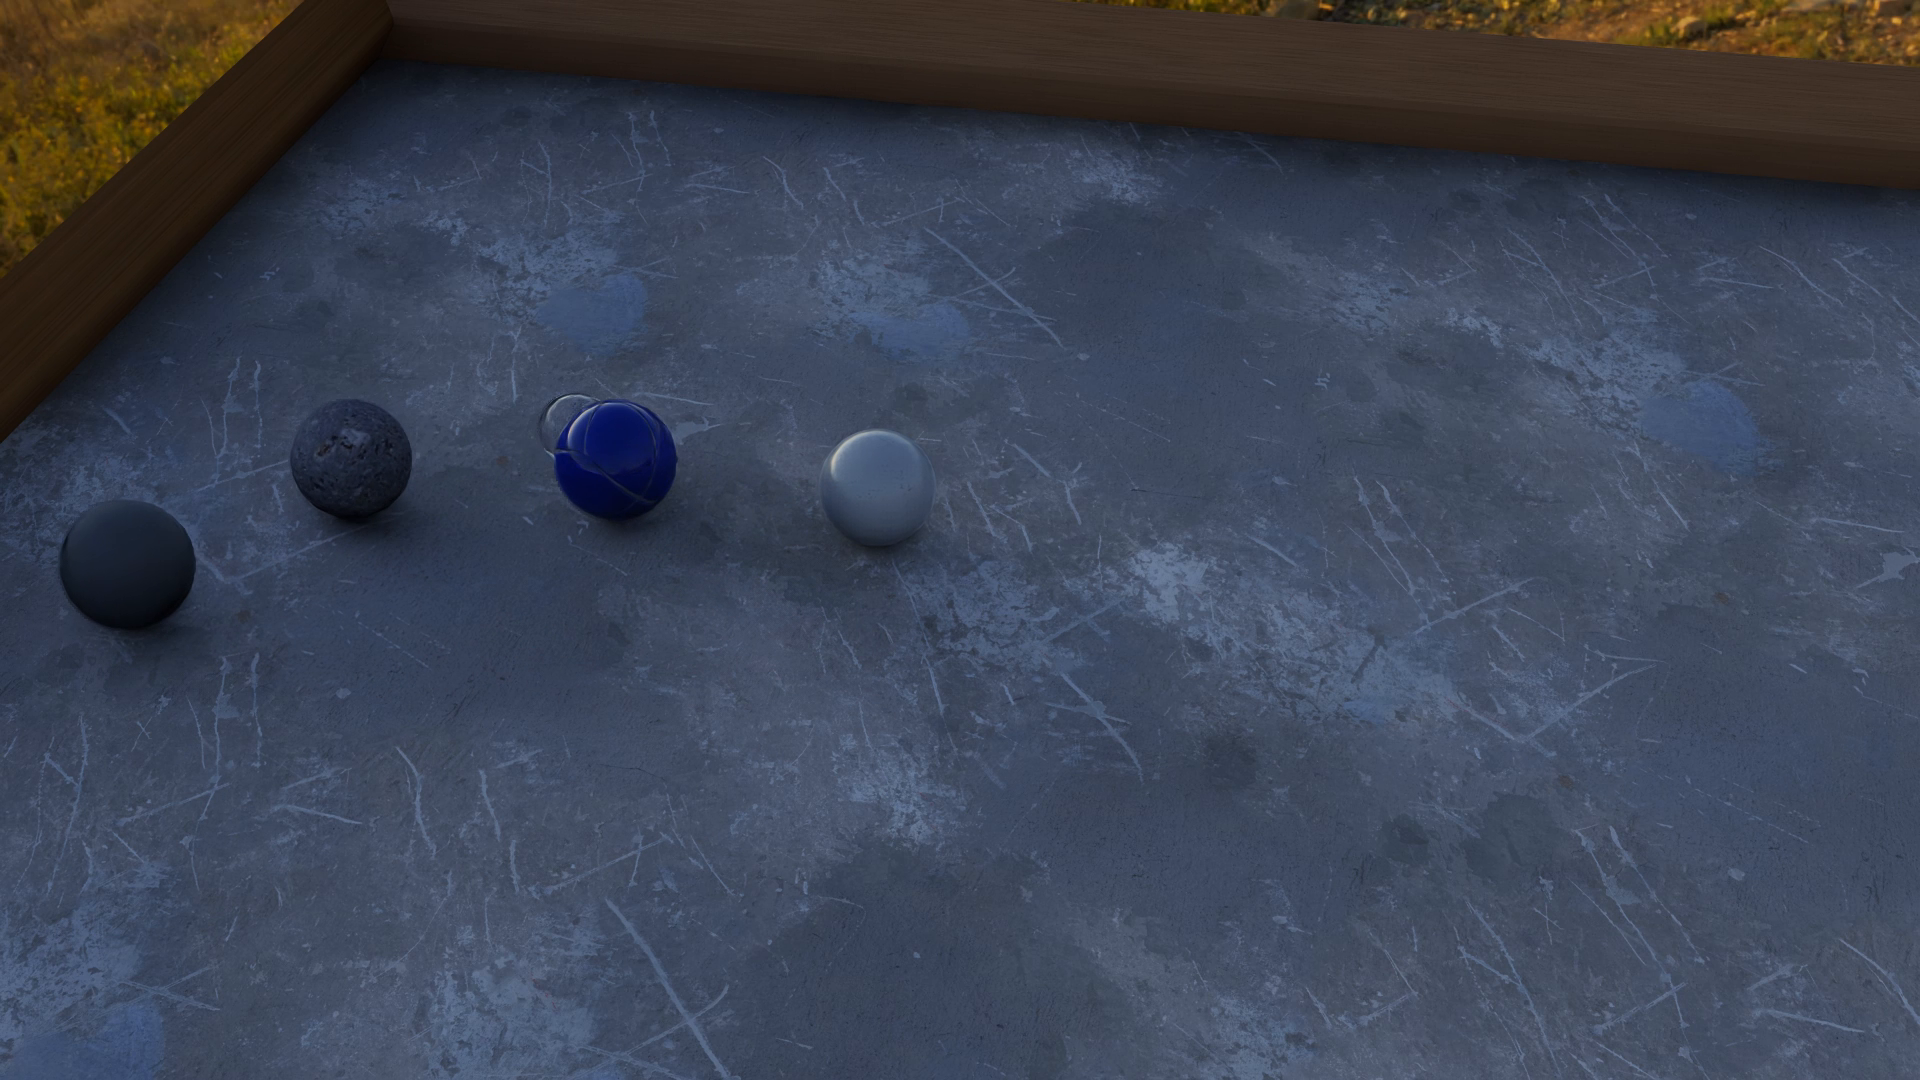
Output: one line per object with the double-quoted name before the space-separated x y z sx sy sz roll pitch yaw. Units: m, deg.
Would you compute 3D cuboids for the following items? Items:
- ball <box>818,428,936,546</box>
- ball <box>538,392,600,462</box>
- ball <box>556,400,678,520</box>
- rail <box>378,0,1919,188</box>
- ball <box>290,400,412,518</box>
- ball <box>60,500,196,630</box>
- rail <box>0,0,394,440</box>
"ball" -0.066 -0.042 2.043 0.094 0.094 0.094 0 34 0
"ball" -0.321 -0.092 2.146 0.062 0.062 0.062 0 34 0
"ball" -0.278 -0.065 2.074 0.098 0.098 0.098 0 34 0
"rail" 1.003 -0.392 2.533 3.388 0.128 0.045 7 34 10
"ball" -0.492 -0.065 2.076 0.096 0.096 0.096 0 34 0
"ball" -0.632 0.019 1.949 0.099 0.099 0.099 0 34 0
"rail" -0.806 -0.109 2.111 0.045 0.128 1.770 7 34 10
